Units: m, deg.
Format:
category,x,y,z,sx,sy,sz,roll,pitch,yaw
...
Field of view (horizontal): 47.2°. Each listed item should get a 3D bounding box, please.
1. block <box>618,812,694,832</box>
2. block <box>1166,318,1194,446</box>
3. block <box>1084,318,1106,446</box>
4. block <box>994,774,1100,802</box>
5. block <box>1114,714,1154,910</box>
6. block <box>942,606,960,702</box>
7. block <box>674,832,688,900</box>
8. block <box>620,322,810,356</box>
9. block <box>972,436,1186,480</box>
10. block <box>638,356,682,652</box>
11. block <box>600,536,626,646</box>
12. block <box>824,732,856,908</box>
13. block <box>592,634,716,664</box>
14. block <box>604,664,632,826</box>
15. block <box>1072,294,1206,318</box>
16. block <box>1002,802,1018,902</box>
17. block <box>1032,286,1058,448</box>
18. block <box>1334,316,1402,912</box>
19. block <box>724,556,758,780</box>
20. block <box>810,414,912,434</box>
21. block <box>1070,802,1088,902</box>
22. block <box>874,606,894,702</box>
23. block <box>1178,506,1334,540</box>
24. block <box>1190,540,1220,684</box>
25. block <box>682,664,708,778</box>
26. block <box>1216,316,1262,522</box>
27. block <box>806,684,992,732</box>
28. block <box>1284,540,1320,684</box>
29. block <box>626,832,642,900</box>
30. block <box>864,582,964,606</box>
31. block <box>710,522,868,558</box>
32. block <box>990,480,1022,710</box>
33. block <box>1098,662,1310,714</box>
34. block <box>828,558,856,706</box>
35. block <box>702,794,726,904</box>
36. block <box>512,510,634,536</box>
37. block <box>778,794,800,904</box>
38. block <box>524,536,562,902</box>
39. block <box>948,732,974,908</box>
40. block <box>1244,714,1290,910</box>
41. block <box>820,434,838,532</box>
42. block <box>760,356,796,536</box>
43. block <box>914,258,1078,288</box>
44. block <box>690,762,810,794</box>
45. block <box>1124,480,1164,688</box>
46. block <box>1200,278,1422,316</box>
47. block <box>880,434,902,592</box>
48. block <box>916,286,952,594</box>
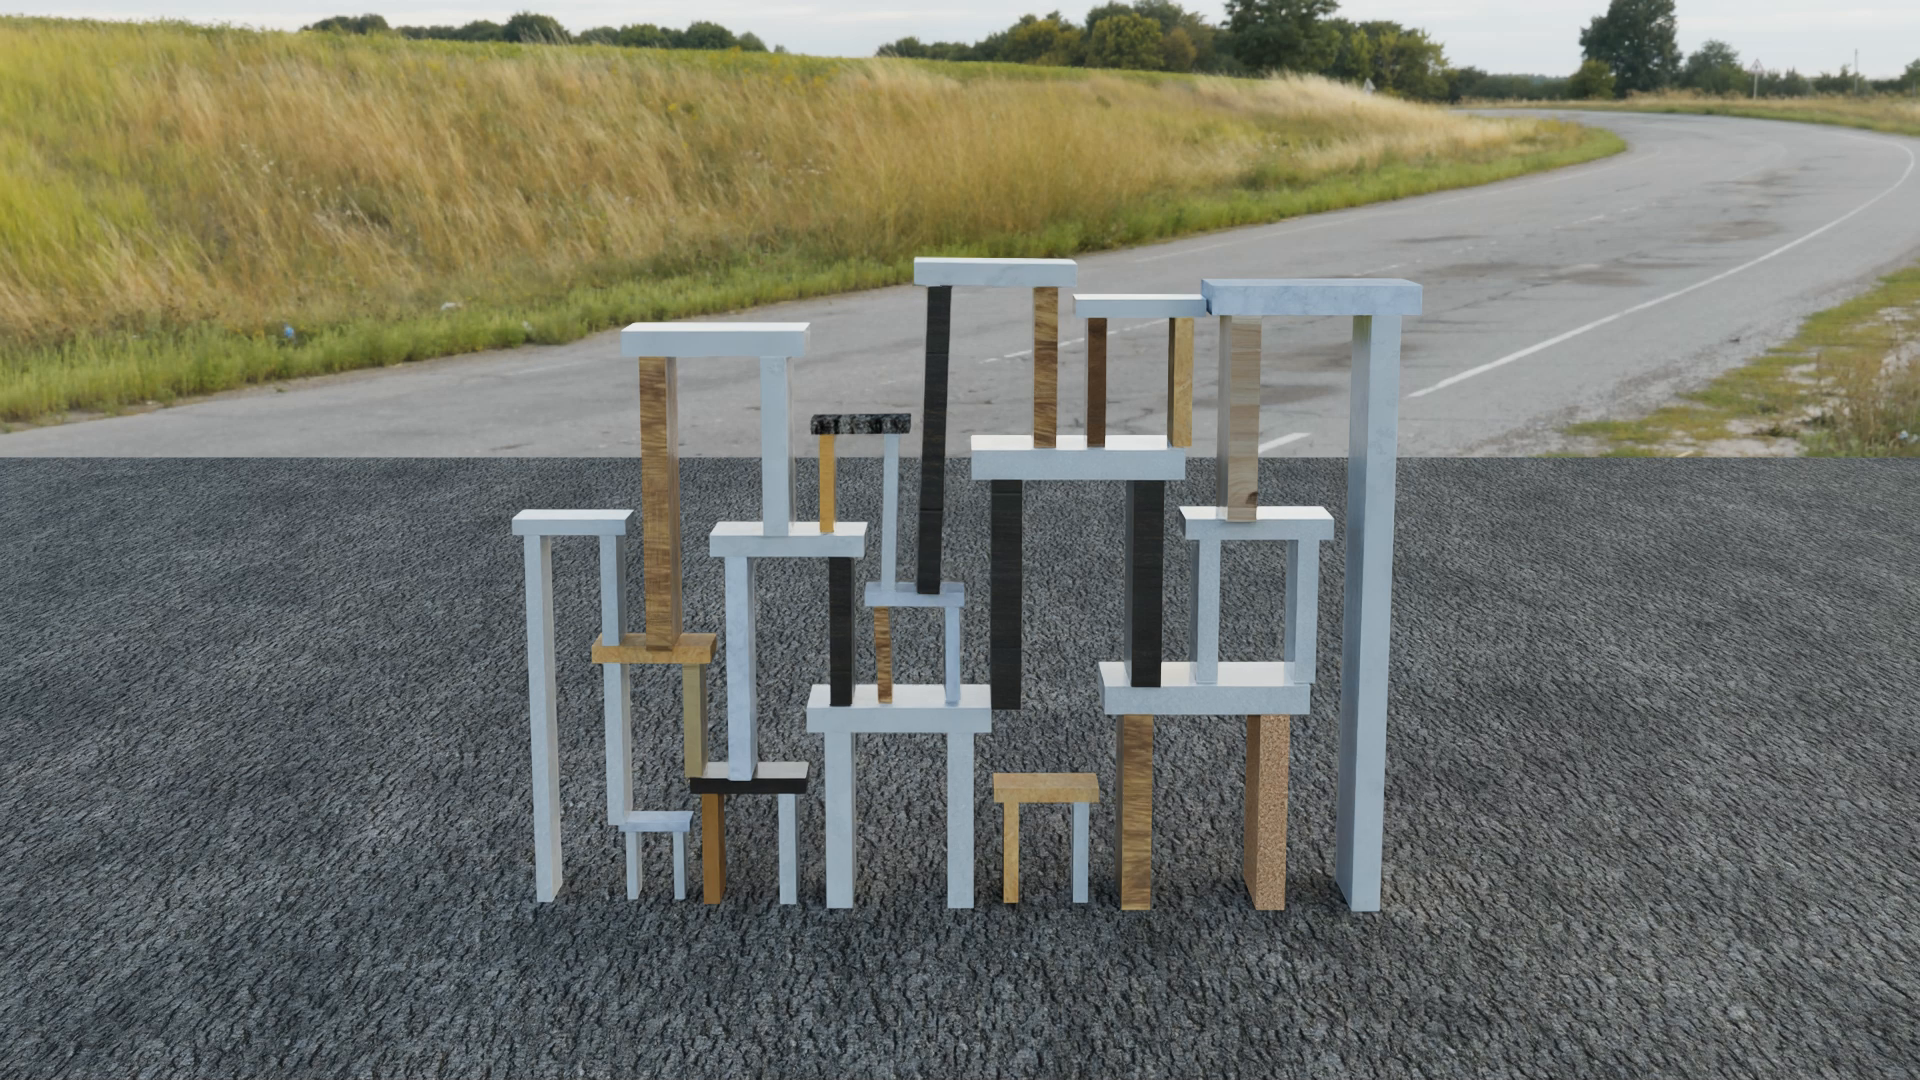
category,x,y,z,sx,sy,sz,roll,pitch,yaw
block,-0.504,0.467,3.648,0.117,0.017,0.059,0,11,0
block,0.352,-0.257,3.512,0.029,0.204,0.102,0,11,0
block,0.216,-0.257,3.511,0.029,0.204,0.102,0,11,0
block,0.141,0.409,3.634,0.172,0.024,0.086,0,11,0
block,0.287,0.427,3.643,0.047,0.329,0.165,0,11,0
block,-0.014,0.177,3.592,0.023,0.160,0.080,-2,11,-3
block,-0.464,0.532,3.660,0.017,0.117,0.059,0,11,0
block,-0.385,-0.319,3.494,0.285,0.040,0.143,0,11,0
block,0.186,-0.133,3.535,0.336,0.048,0.168,0,11,0
block,-0.481,-0.067,3.542,0.040,0.471,0.143,0,11,0
block,-0.564,0.073,3.577,0.026,0.182,0.091,0,11,0
block,-0.197,0.443,3.646,0.042,0.297,0.148,0,11,0
block,-0.499,0.177,3.595,0.192,0.027,0.096,0,11,0
block,-0.563,0.324,3.623,0.027,0.273,0.096,0,11,0
block,0.284,-0.372,3.490,0.204,0.029,0.102,0,11,0
block,0.084,0.506,3.652,0.024,0.172,0.086,0,11,0
block,0.135,-0.281,3.508,0.036,0.253,0.126,0,11,0
block,0.661,0.114,3.577,0.046,0.970,0.162,0,11,0
block,-0.357,0.197,3.594,0.035,0.370,0.123,0,11,0
block,-0.158,-0.186,3.522,0.157,0.022,0.078,-1,10,1
block,0.199,0.506,3.652,0.024,0.172,0.086,0,11,0
block,-0.124,0.177,3.589,0.023,0.160,0.080,-2,11,0
block,0.477,-0.028,3.553,0.236,0.033,0.118,0,11,0
block,0.398,0.105,3.578,0.033,0.236,0.118,0,11,0
block,-0.435,0.284,3.616,0.027,0.192,0.096,0,11,0
block,0.445,-0.203,3.518,0.046,0.325,0.162,0,11,0
block,-0.098,0.277,3.614,0.297,0.042,0.149,0,11,0
block,0.555,0.105,3.578,0.033,0.236,0.118,0,11,0
block,-0.542,0.532,3.660,0.017,0.117,0.059,0,11,0
block,-0.073,0.088,3.569,0.160,0.023,0.080,0,11,0
block,-0.275,-0.001,3.556,0.246,0.035,0.123,0,11,1
block,0.074,0.073,3.573,0.048,0.373,0.168,0,11,0
block,0.397,0.242,3.609,0.329,0.047,0.165,0,11,0
block,-0.191,0.137,3.581,0.035,0.246,0.123,0,11,0
block,-0.408,0.498,3.649,0.027,0.188,0.094,0,11,0
block,-0.625,-0.029,3.559,0.182,0.026,0.091,0,11,1
block,-0.283,0.498,3.649,0.027,0.188,0.094,0,11,0
block,-0.685,0.286,3.618,0.026,0.615,0.091,0,11,0
block,0.001,0.443,3.646,0.042,0.297,0.148,0,11,0
block,0.507,0.427,3.643,0.047,0.329,0.165,0,11,0
block,-0.212,-0.096,3.539,0.022,0.157,0.078,1,11,1
block,-0.291,-0.159,3.525,0.040,0.285,0.143,0,11,1
block,0.054,-0.424,3.478,0.253,0.036,0.126,1,11,-1
block,-0.346,0.392,3.629,0.188,0.027,0.094,0,11,0
block,0.298,0.055,3.570,0.048,0.336,0.168,0,11,0
block,0.553,-0.386,3.484,0.325,0.046,0.162,0,11,0
block,-0.111,-0.050,3.544,0.022,0.254,0.078,2,10,1
block,-0.044,-0.165,3.527,0.036,0.490,0.126,2,11,-3
